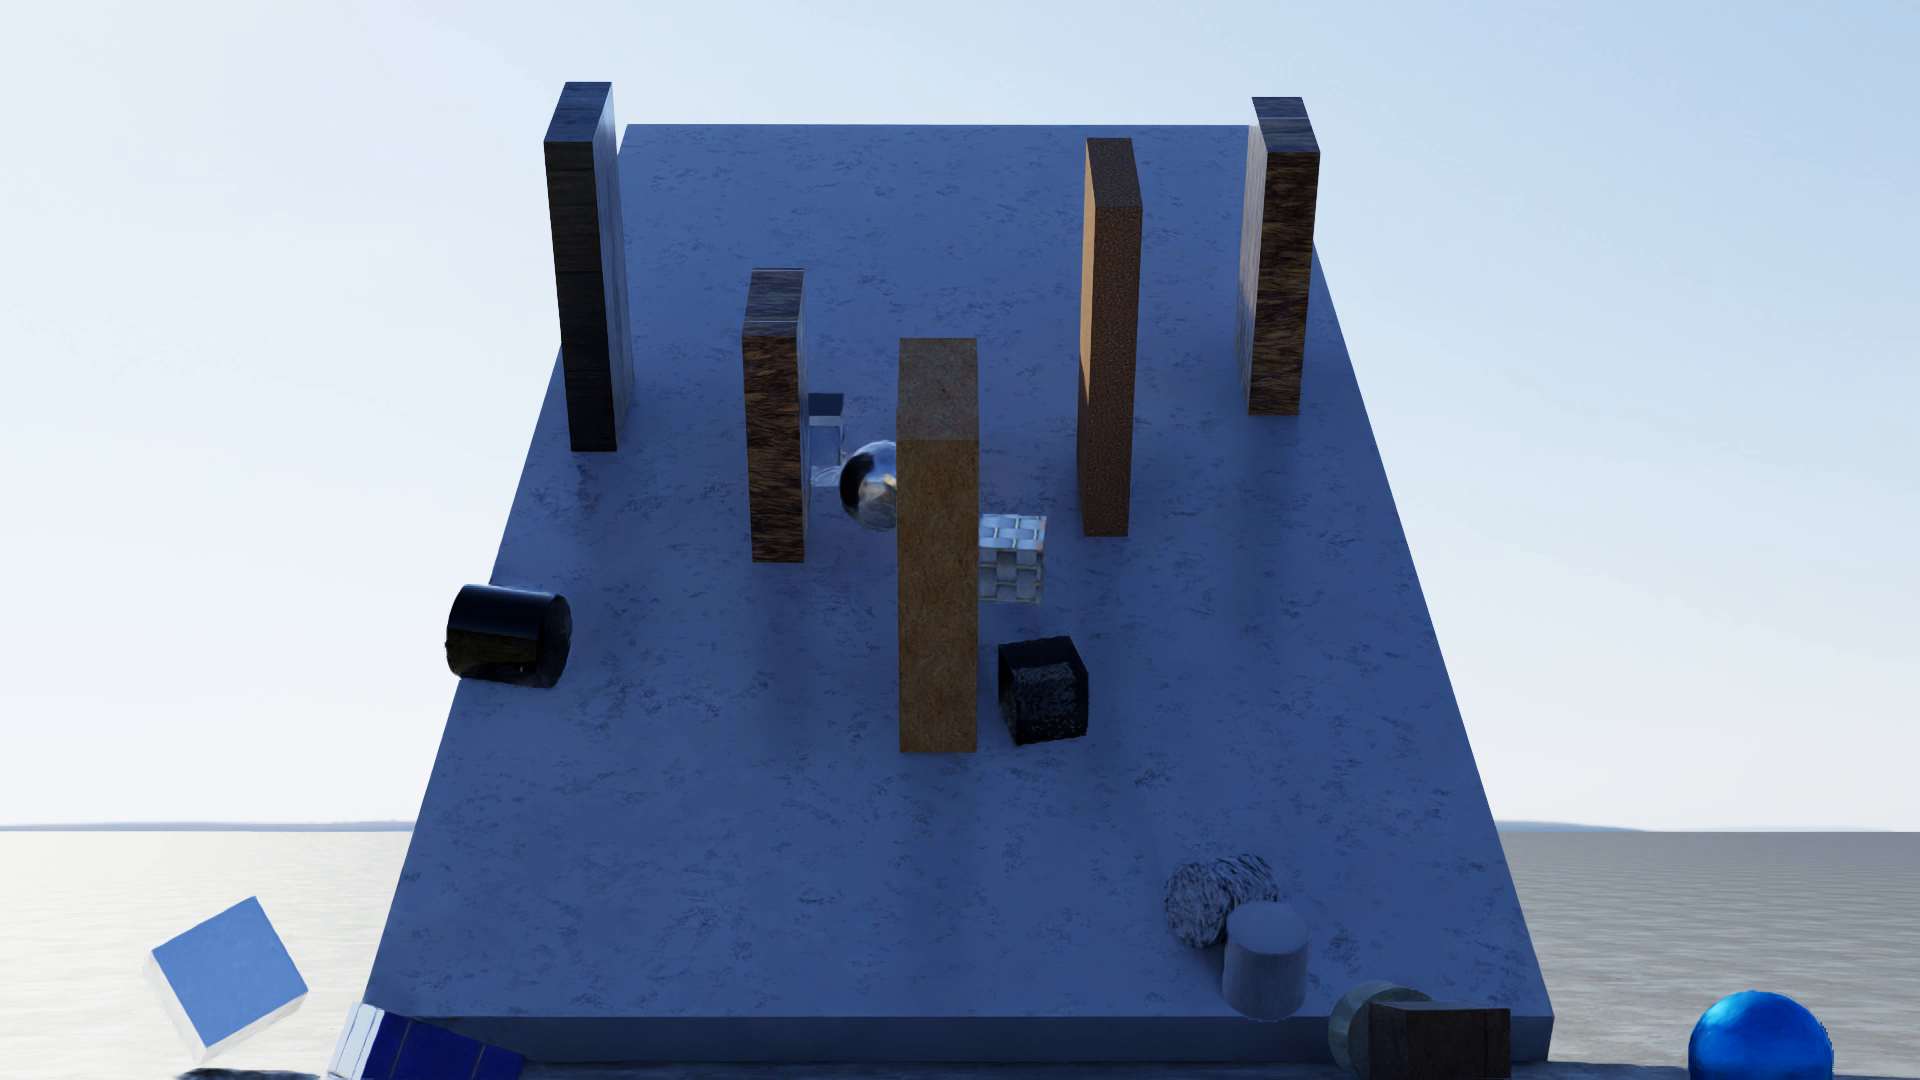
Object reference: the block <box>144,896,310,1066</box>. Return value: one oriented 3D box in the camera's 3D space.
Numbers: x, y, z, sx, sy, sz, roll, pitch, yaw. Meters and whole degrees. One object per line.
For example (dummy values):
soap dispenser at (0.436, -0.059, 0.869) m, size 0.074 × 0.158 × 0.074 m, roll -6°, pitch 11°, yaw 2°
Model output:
block at (-1.202, 0.723, 3.986) m, size 0.182 × 0.182 × 0.182 m, roll -28°, pitch -8°, yaw -28°

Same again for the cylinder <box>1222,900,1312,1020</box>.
cylinder at (0.514, 0.704, 4.085) m, size 0.139 × 0.139 × 0.139 m, roll 0°, pitch 31°, yaw 0°

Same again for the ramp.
ramp at (-0.014, -0.198, 5.801) m, size 2.000 × 0.100 × 4.000 m, roll 0°, pitch 31°, yaw 0°

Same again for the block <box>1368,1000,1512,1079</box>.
block at (0.663, 0.719, 3.370) m, size 0.148 × 0.148 × 0.148 m, roll 1°, pitch -7°, yaw -11°

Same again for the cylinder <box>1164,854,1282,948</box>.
cylinder at (0.452, 0.620, 4.186) m, size 0.143 × 0.143 × 0.143 m, roll -3°, pitch -4°, yaw -38°

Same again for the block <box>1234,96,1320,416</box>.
block at (0.757, -0.682, 5.854) m, size 0.121 × 0.677 × 0.349 m, roll 0°, pitch 31°, yaw 0°

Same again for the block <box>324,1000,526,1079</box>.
block at (-0.589, 0.603, 2.617) m, size 0.161 × 0.161 × 0.161 m, roll 24°, pitch -16°, yaw -21°

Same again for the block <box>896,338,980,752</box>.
block at (-0.042, 0.010, 4.697) m, size 0.149 × 0.688 × 0.408 m, roll 0°, pitch 31°, yaw 0°

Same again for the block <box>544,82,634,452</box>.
block at (-0.859, -0.635, 5.673) m, size 0.107 × 0.773 × 0.368 m, roll 0°, pitch 31°, yaw 0°

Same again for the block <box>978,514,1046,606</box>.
block at (0.109, 0.040, 5.179) m, size 0.138 × 0.138 × 0.138 m, roll 3°, pitch 31°, yaw 5°

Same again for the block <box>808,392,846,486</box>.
block at (-0.349, -0.232, 5.606) m, size 0.158 × 0.158 × 0.158 m, roll 1°, pitch 31°, yaw 1°

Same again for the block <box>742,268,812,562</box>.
block at (-0.395, -0.271, 5.295) m, size 0.112 × 0.547 × 0.333 m, roll 0°, pitch 31°, yaw 0°

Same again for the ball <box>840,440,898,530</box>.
ball at (-0.165, -0.120, 5.340) m, size 0.196 × 0.196 × 0.196 m, roll 0°, pitch -7°, yaw 0°

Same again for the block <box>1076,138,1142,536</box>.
block at (0.324, -0.442, 5.348) m, size 0.097 × 0.789 × 0.373 m, roll 0°, pitch 31°, yaw 0°

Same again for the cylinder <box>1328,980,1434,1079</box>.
cylinder at (0.645, 0.747, 3.653) m, size 0.159 × 0.159 × 0.159 m, roll 0°, pitch -7°, yaw -2°

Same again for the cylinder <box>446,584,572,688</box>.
cylinder at (-0.902, 0.192, 4.871) m, size 0.190 × 0.190 × 0.190 m, roll 7°, pitch -5°, yaw 11°

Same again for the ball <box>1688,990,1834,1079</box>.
ball at (1.045, 0.681, 3.181) m, size 0.181 × 0.181 × 0.181 m, roll 0°, pitch -7°, yaw 0°

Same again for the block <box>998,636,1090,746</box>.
block at (0.161, 0.293, 4.757) m, size 0.143 × 0.143 × 0.143 m, roll -7°, pitch 32°, yaw -12°
